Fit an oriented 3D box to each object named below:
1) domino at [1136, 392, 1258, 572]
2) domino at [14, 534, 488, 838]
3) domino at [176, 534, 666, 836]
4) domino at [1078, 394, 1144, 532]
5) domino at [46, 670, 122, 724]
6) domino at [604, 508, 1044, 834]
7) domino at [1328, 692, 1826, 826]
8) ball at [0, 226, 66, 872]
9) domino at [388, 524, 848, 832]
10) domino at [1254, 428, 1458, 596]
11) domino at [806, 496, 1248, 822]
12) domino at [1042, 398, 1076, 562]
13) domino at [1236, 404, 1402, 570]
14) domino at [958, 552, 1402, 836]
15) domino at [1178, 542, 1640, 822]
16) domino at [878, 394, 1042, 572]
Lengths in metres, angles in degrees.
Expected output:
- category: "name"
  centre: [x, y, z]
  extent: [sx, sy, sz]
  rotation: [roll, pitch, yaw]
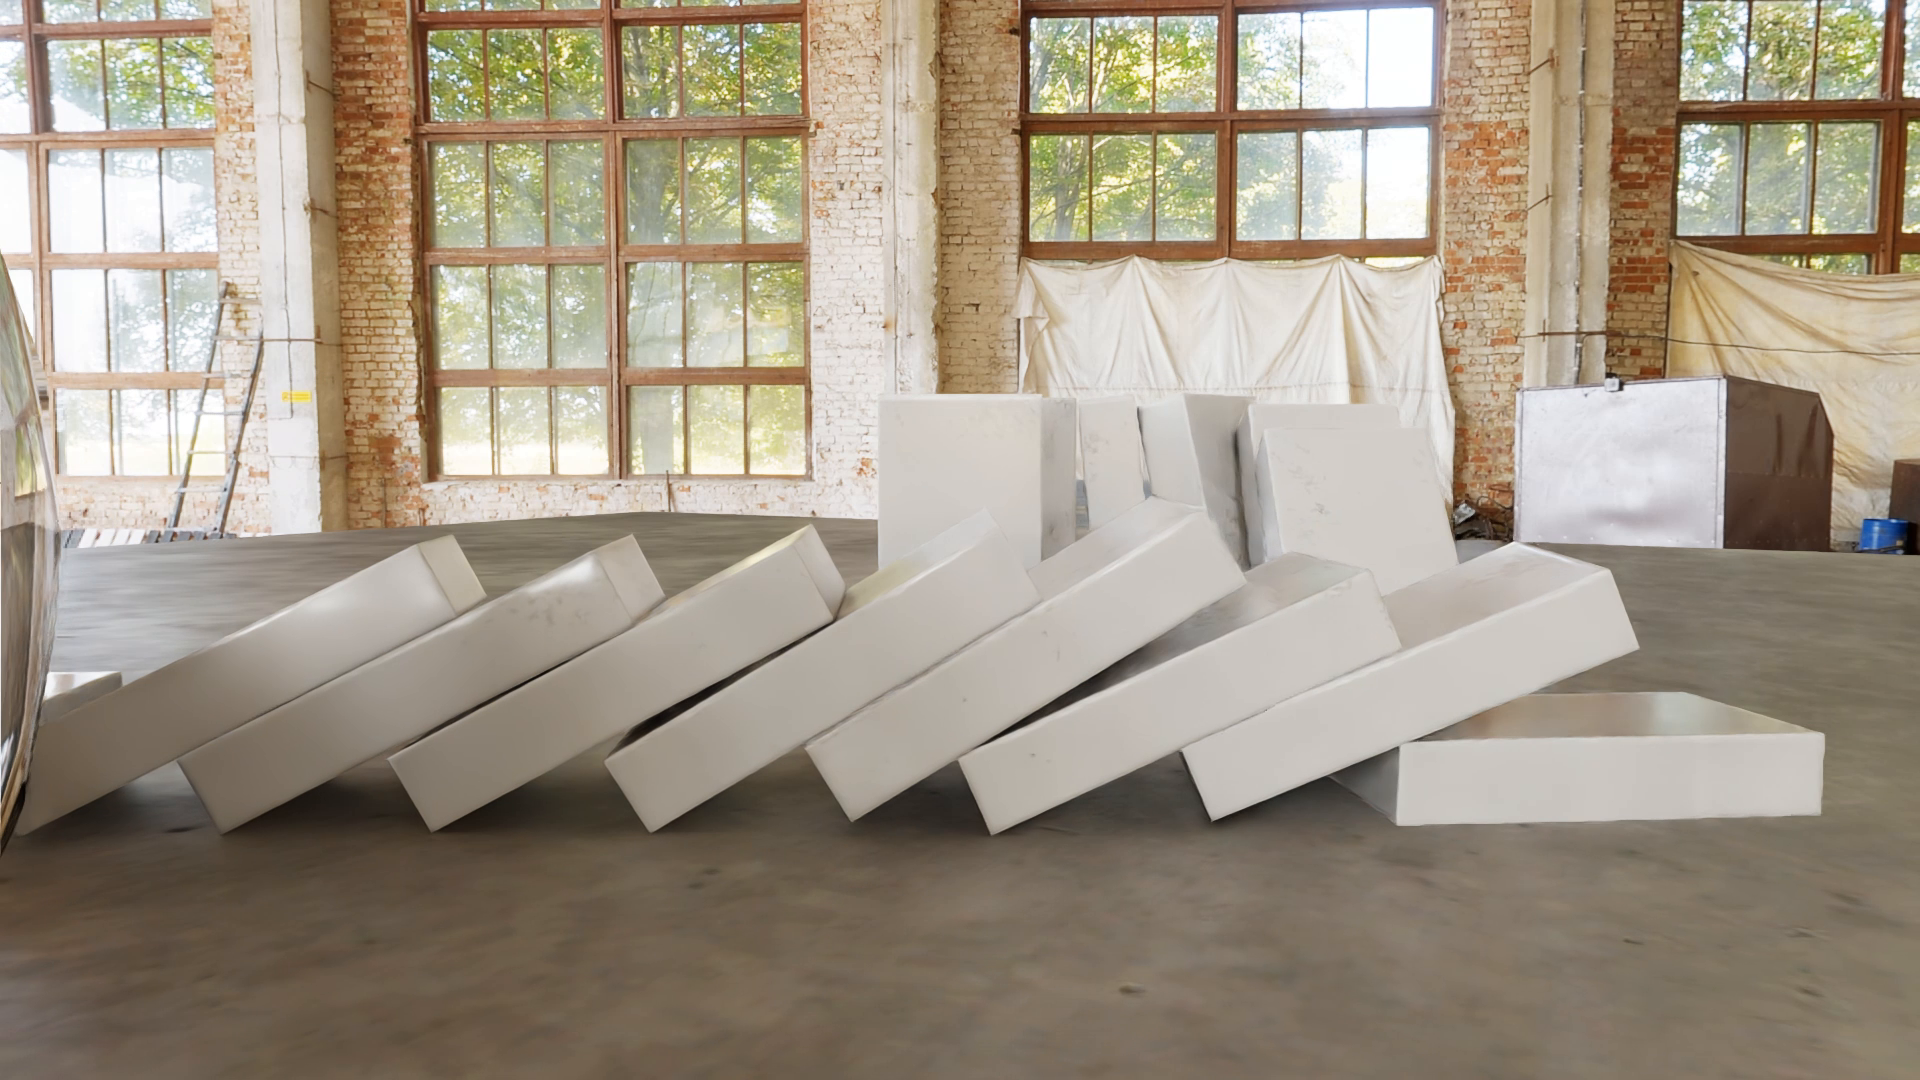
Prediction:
- category: "domino"
  centre: [0.046, 0.001, 0.221]
  extent: [0.010, 0.050, 0.025]
  rotation: [-15, -6, 41]
- category: "domino"
  centre: [-0.083, 0.016, 0.152]
  extent: [0.050, 0.010, 0.025]
  rotation: [-28, 8, -10]
- category: "domino"
  centre: [-0.061, 0.016, 0.152]
  extent: [0.050, 0.009, 0.025]
  rotation: [-27, 6, -2]
- category: "domino"
  centre: [0.028, 0.000, 0.228]
  extent: [0.009, 0.050, 0.025]
  rotation: [-6, 4, 6]
- category: "domino"
  centre: [-0.129, 0.026, 0.160]
  extent: [0.025, 0.009, 0.050]
  rotation: [-1, 4, -11]
- category: "domino"
  centre: [-0.015, 0.014, 0.152]
  extent: [0.050, 0.009, 0.025]
  rotation: [-31, 6, 1]
- category: "domino"
  centre: [0.073, 0.026, 0.157]
  extent: [0.050, 0.010, 0.025]
  rotation: [0, 4, -5]
- category: "ball"
  centre: [-0.069, 0.000, 0.029]
  extent: [0.080, 0.080, 0.080]
  rotation: [0, 4, 0]
- category: "domino"
  centre: [-0.038, 0.015, 0.152]
  extent: [0.050, 0.009, 0.025]
  rotation: [-28, 6, 1]
- category: "domino"
  centre: [0.060, 0.006, 0.189]
  extent: [0.025, 0.050, 0.010]
  rotation: [0, -34, 1]
- category: "domino"
  centre: [0.006, 0.012, 0.150]
  extent: [0.050, 0.009, 0.025]
  rotation: [-31, 6, -2]
- category: "domino"
  centre: [0.009, 0.001, 0.221]
  extent: [0.010, 0.050, 0.025]
  rotation: [-3, 5, -32]
- category: "domino"
  centre: [0.060, 0.003, 0.207]
  extent: [0.025, 0.050, 0.010]
  rotation: [0, -22, -2]
- category: "domino"
  centre: [0.023, 0.017, 0.153]
  extent: [0.050, 0.009, 0.025]
  rotation: [-24, 6, -3]
- category: "domino"
  centre: [0.049, 0.016, 0.153]
  extent: [0.050, 0.009, 0.025]
  rotation: [-23, 6, 4]
- category: "domino"
  centre: [0.000, 0.002, 0.201]
  extent: [0.025, 0.050, 0.010]
  rotation: [0, 4, 0]
